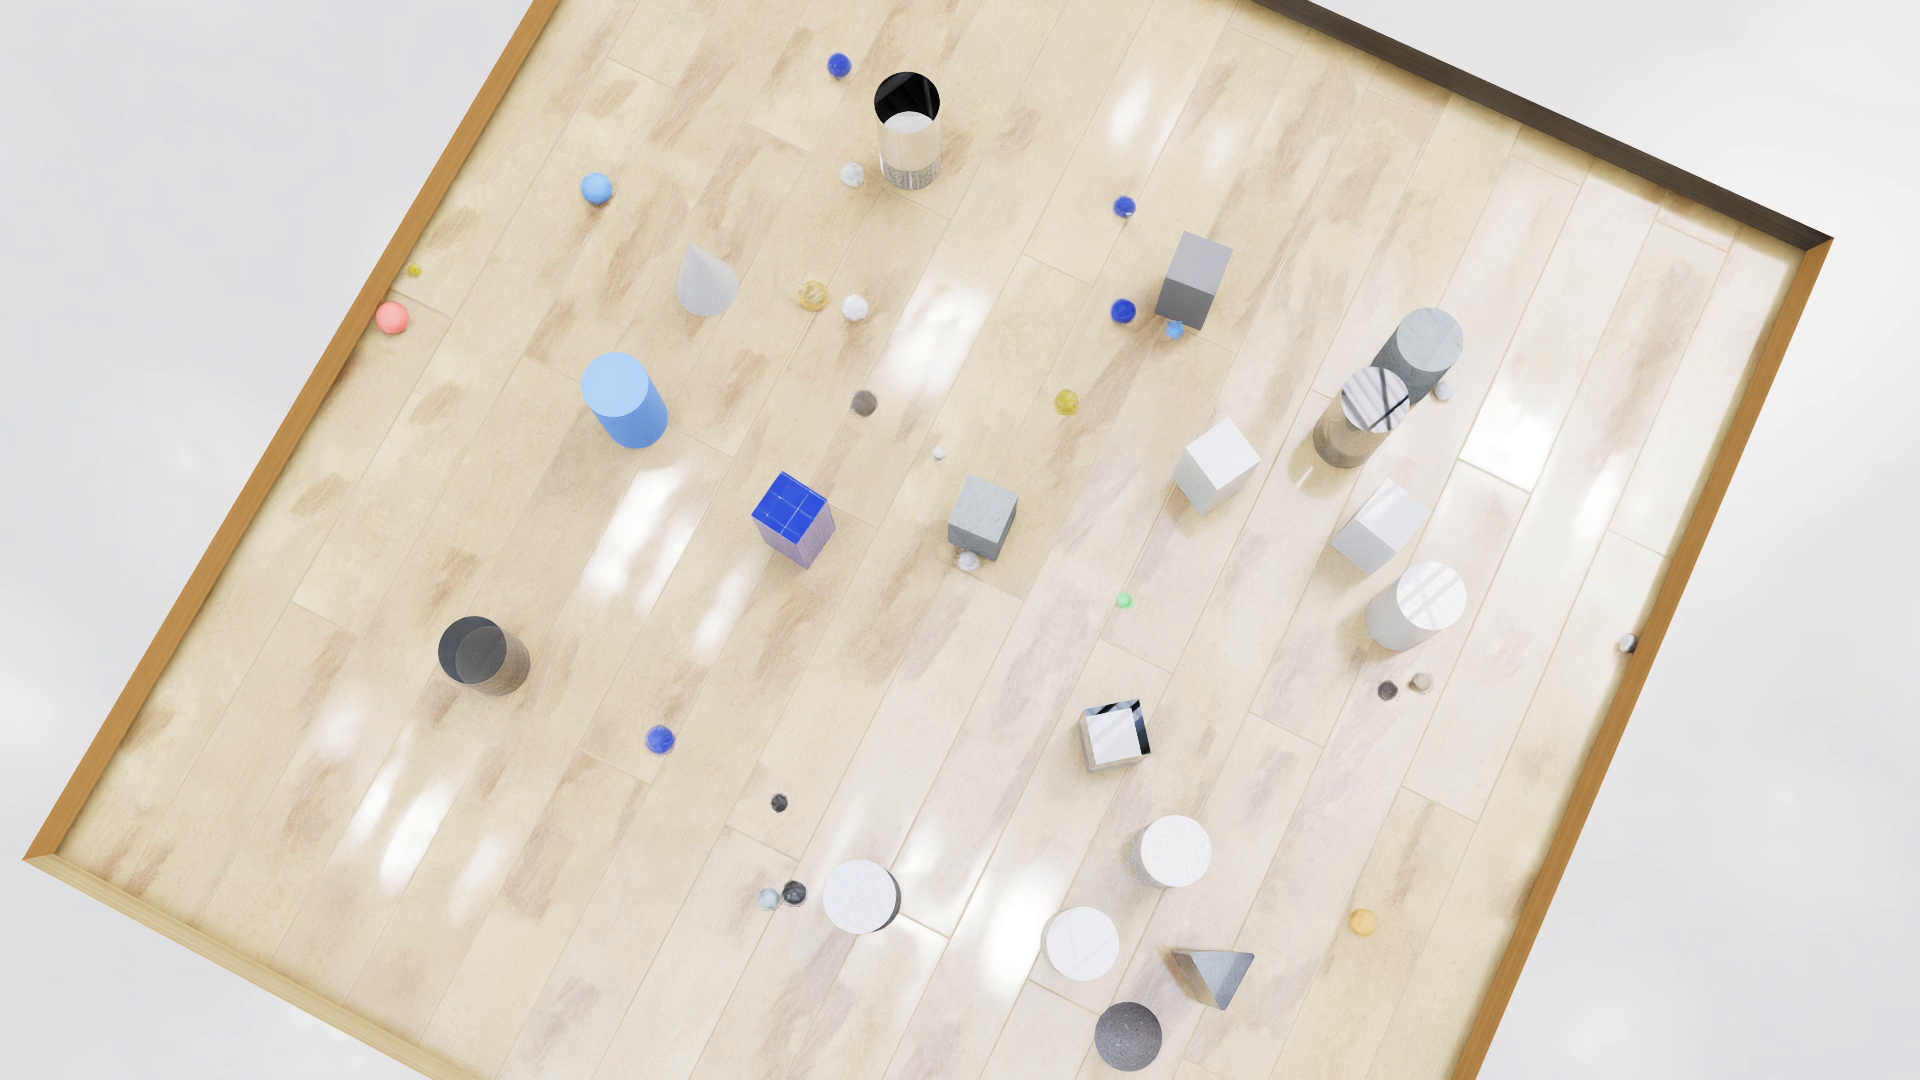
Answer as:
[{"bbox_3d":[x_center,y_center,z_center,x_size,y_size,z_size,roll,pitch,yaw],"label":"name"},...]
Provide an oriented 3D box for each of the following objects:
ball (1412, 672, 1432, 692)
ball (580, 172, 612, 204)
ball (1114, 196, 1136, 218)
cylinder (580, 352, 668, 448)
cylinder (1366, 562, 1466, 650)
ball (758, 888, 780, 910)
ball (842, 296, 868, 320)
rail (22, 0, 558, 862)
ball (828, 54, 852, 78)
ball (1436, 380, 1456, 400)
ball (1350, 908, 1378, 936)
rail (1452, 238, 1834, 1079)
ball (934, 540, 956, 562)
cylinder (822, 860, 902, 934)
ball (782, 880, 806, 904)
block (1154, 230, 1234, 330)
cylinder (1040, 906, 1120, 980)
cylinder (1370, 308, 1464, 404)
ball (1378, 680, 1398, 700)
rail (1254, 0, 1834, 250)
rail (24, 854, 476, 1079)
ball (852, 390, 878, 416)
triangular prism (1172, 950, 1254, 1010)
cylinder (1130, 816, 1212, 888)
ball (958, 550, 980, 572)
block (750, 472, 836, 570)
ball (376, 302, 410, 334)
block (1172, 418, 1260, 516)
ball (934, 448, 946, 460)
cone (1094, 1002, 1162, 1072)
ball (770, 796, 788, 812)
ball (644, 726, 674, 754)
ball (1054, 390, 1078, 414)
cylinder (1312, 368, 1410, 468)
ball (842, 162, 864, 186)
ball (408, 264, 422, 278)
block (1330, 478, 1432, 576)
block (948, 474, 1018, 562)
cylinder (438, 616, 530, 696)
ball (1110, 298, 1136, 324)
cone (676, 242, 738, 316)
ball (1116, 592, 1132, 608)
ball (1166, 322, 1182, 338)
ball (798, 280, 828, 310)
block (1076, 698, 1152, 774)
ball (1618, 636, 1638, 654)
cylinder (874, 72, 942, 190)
[{"bbox_3d":[1.385,0.426,5.498,0.060,0.060,0.060,0,78,0],"label":"ball"},{"bbox_3d":[-1.149,-1.112,5.797,0.098,0.098,0.098,0,78,0],"label":"ball"},{"bbox_3d":[0.523,-1.053,5.799,0.071,0.071,0.071,0,78,0],"label":"ball"},{"bbox_3d":[-1.006,-0.416,5.515,0.197,0.367,0.197,0,78,0],"label":"cylinder"},{"bbox_3d":[1.331,0.198,5.369,0.197,0.405,0.197,0,78,0],"label":"cylinder"},{"bbox_3d":[-0.559,1.050,5.367,0.063,0.063,0.063,0,78,0],"label":"ball"},{"bbox_3d":[-0.328,-0.725,5.726,0.080,0.080,0.080,0,78,0],"label":"ball"},{"bbox_3d":[-1.768,-0.859,5.728,0.045,0.128,4.128,26,80,5],"label":"rail"},{"bbox_3d":[-0.387,-1.526,5.893,0.077,0.077,0.077,0,78,0],"label":"ball"},{"bbox_3d":[1.505,-0.466,5.681,0.063,0.063,0.063,0,78,0],"label":"ball"},{"bbox_3d":[1.177,1.115,5.345,0.080,0.080,0.080,0,78,0],"label":"ball"},{"bbox_3d":[1.768,0.873,5.370,0.045,0.128,4.128,26,80,5],"label":"rail"},{"bbox_3d":[-0.045,0.034,5.574,0.070,0.070,0.070,0,78,0],"label":"ball"},{"bbox_3d":[-0.271,1.008,5.168,0.197,0.469,0.197,0,78,0],"label":"cylinder"},{"bbox_3d":[-0.486,1.033,5.367,0.069,0.069,0.069,0,78,0],"label":"ball"},{"bbox_3d":[0.712,-0.790,5.611,0.157,0.332,0.157,22,79,4],"label":"block"},{"bbox_3d":[0.333,1.136,5.170,0.197,0.414,0.197,0,78,0],"label":"cylinder"},{"bbox_3d":[1.376,-0.549,5.541,0.197,0.370,0.197,0,78,0],"label":"cylinder"},{"bbox_3d":[1.282,0.452,5.492,0.060,0.060,0.060,0,78,0],"label":"ball"},{"bbox_3d":[0.912,-1.780,5.919,4.001,0.128,0.045,26,80,5],"label":"rail"},{"bbox_3d":[-0.912,1.794,5.179,4.001,0.128,0.045,26,80,5],"label":"rail"},{"bbox_3d":[-0.294,-0.422,5.663,0.080,0.080,0.080,0,78,0],"label":"ball"},{"bbox_3d":[0.683,1.193,5.135,0.148,0.460,0.170,31,80,6],"label":"triangular prism"},{"bbox_3d":[0.602,0.899,5.262,0.197,0.329,0.197,0,78,0],"label":"cylinder"},{"bbox_3d":[0.027,0.064,5.571,0.063,0.063,0.063,0,78,0],"label":"ball"},{"bbox_3d":[-0.488,-0.053,5.428,0.157,0.391,0.157,33,80,6],"label":"block"},{"bbox_3d":[-1.768,-0.694,5.710,0.098,0.098,0.098,0,78,0],"label":"ball"},{"bbox_3d":[0.762,-0.215,5.480,0.157,0.355,0.157,-34,80,-7],"label":"block"},{"bbox_3d":[-0.062,-0.266,5.651,0.040,0.040,0.040,0,78,0],"label":"ball"},{"bbox_3d":[0.489,1.403,5.136,0.197,0.373,0.197,0,78,0],"label":"cone"},{"bbox_3d":[-0.535,0.781,5.429,0.050,0.050,0.050,0,78,0],"label":"ball"},{"bbox_3d":[-0.895,0.593,5.450,0.086,0.086,0.086,0,78,0],"label":"ball"},{"bbox_3d":[0.329,-0.429,5.667,0.075,0.075,0.075,0,78,0],"label":"ball"},{"bbox_3d":[1.192,-0.359,5.472,0.197,0.429,0.197,0,78,0],"label":"cylinder"},{"bbox_3d":[-0.340,-1.159,5.818,0.075,0.075,0.075,0,78,0],"label":"ball"},{"bbox_3d":[-1.714,-0.849,5.770,0.044,0.044,0.044,0,78,0],"label":"ball"},{"bbox_3d":[1.243,-0.035,5.437,0.157,0.365,0.157,40,81,8],"label":"block"},{"bbox_3d":[0.067,-0.062,5.482,0.157,0.289,0.157,23,79,5],"label":"block"},{"bbox_3d":[-1.397,0.345,5.393,0.197,0.297,0.197,0,78,0],"label":"cylinder"},{"bbox_3d":[0.511,-0.714,5.724,0.079,0.079,0.079,0,78,0],"label":"ball"},{"bbox_3d":[-0.798,-0.839,5.587,0.197,0.398,0.197,0,78,0],"label":"cone"},{"bbox_3d":[0.498,0.183,5.555,0.047,0.047,0.047,0,78,0],"label":"ball"},{"bbox_3d":[0.668,-0.656,5.726,0.052,0.052,0.052,0,78,0],"label":"ball"},{"bbox_3d":[-0.459,-0.766,5.728,0.092,0.092,0.092,0,78,0],"label":"ball"},{"bbox_3d":[0.442,0.573,5.315,0.157,0.359,0.157,-11,79,-2],"label":"block"},{"bbox_3d":[2.014,0.315,5.523,0.055,0.055,0.055,0,78,0],"label":"ball"},{"bbox_3d":[-0.157,-1.256,5.654,0.197,0.436,0.197,0,78,0],"label":"cylinder"}]
